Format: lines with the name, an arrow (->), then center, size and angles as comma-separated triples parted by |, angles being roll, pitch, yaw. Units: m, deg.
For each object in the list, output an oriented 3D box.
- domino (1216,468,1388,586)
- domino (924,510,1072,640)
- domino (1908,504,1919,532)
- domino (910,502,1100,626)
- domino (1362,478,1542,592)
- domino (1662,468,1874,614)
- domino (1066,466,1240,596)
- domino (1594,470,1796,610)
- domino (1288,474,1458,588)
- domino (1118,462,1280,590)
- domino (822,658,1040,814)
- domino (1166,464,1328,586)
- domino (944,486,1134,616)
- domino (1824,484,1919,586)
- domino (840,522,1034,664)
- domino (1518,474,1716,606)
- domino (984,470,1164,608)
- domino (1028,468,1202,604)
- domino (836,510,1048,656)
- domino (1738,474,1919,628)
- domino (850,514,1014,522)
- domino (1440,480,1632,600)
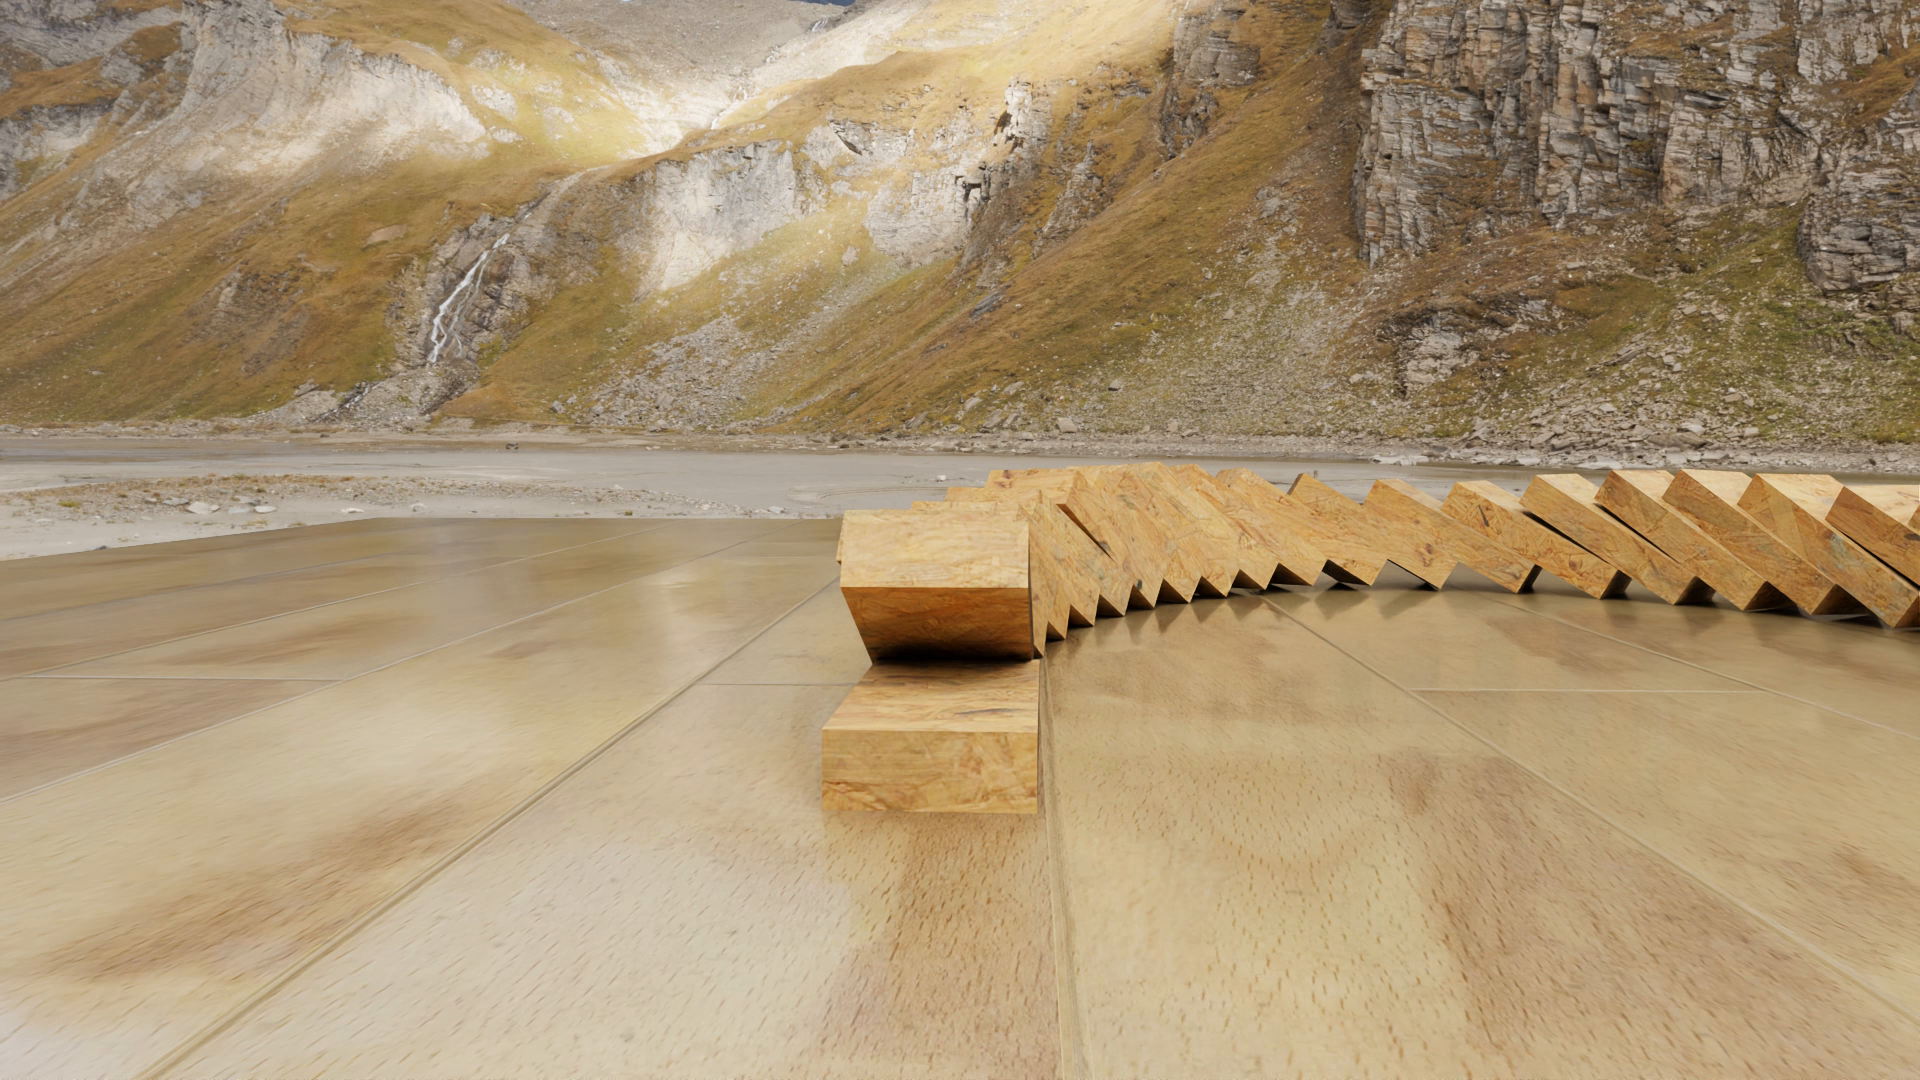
domino -> 0.099, -0.004, 0.382 | 0.050, 0.009, 0.025 | 32, -2, -4
domino -> 0.004, 0.008, 0.264 | 0.025, 0.009, 0.050 | 2, -21, 22
domino -> 0.234, 0.006, 0.273 | 0.025, 0.010, 0.050 | -1, 33, -13
domino -> 0.011, 0.006, 0.286 | 0.025, 0.010, 0.050 | 2, -21, 28
domino -> 0.148, -0.002, 0.384 | 0.050, 0.009, 0.025 | 34, 20, 27
domino -> 0.210, 0.000, 0.331 | 0.025, 0.009, 0.050 | 1, 36, -24
domino -> 0.051, -0.002, 0.352 | 0.050, 0.010, 0.025 | 38, -18, -29
domino -> 0.200, -0.001, 0.346 | 0.025, 0.009, 0.050 | -1, 37, -30
domino -> 0.122, -0.003, 0.385 | 0.050, 0.010, 0.025 | 31, 8, 9
domino -> 0.064, -0.004, 0.363 | 0.050, 0.009, 0.025 | 36, -17, -24
domino -> -0.002, 0.025, 0.173 | 0.025, 0.009, 0.050 | 0, 4, 4
domino -> 0.080, -0.004, 0.374 | 0.050, 0.009, 0.025 | 33, -9, -14
domino -> 0.019, 0.003, 0.307 | 0.025, 0.009, 0.050 | 3, -24, 36
domino -> 0.228, 0.004, 0.292 | 0.025, 0.010, 0.050 | -1, 33, -15
domino -> -0.002, 0.012, 0.195 | 0.025, 0.009, 0.050 | 0, -23, 4
domino -> 0.186, -0.001, 0.360 | 0.025, 0.010, 0.050 | -4, 36, -39
domino -> 0.029, 0.000, 0.322 | 0.025, 0.010, 0.050 | 2, -30, 37
domino -> 0.040, -0.001, 0.339 | 0.025, 0.009, 0.050 | 5, -28, 48
domino -> -0.002, 0.009, 0.240 | 0.025, 0.010, 0.050 | 1, -22, 19
domino -> 0.220, 0.002, 0.313 | 0.025, 0.009, 0.050 | 0, 36, -18
domino -> -0.002, 0.010, 0.216 | 0.025, 0.009, 0.050 | 0, -23, 7
domino -> 0.168, -0.001, 0.373 | 0.025, 0.009, 0.050 | -5, 34, -48
